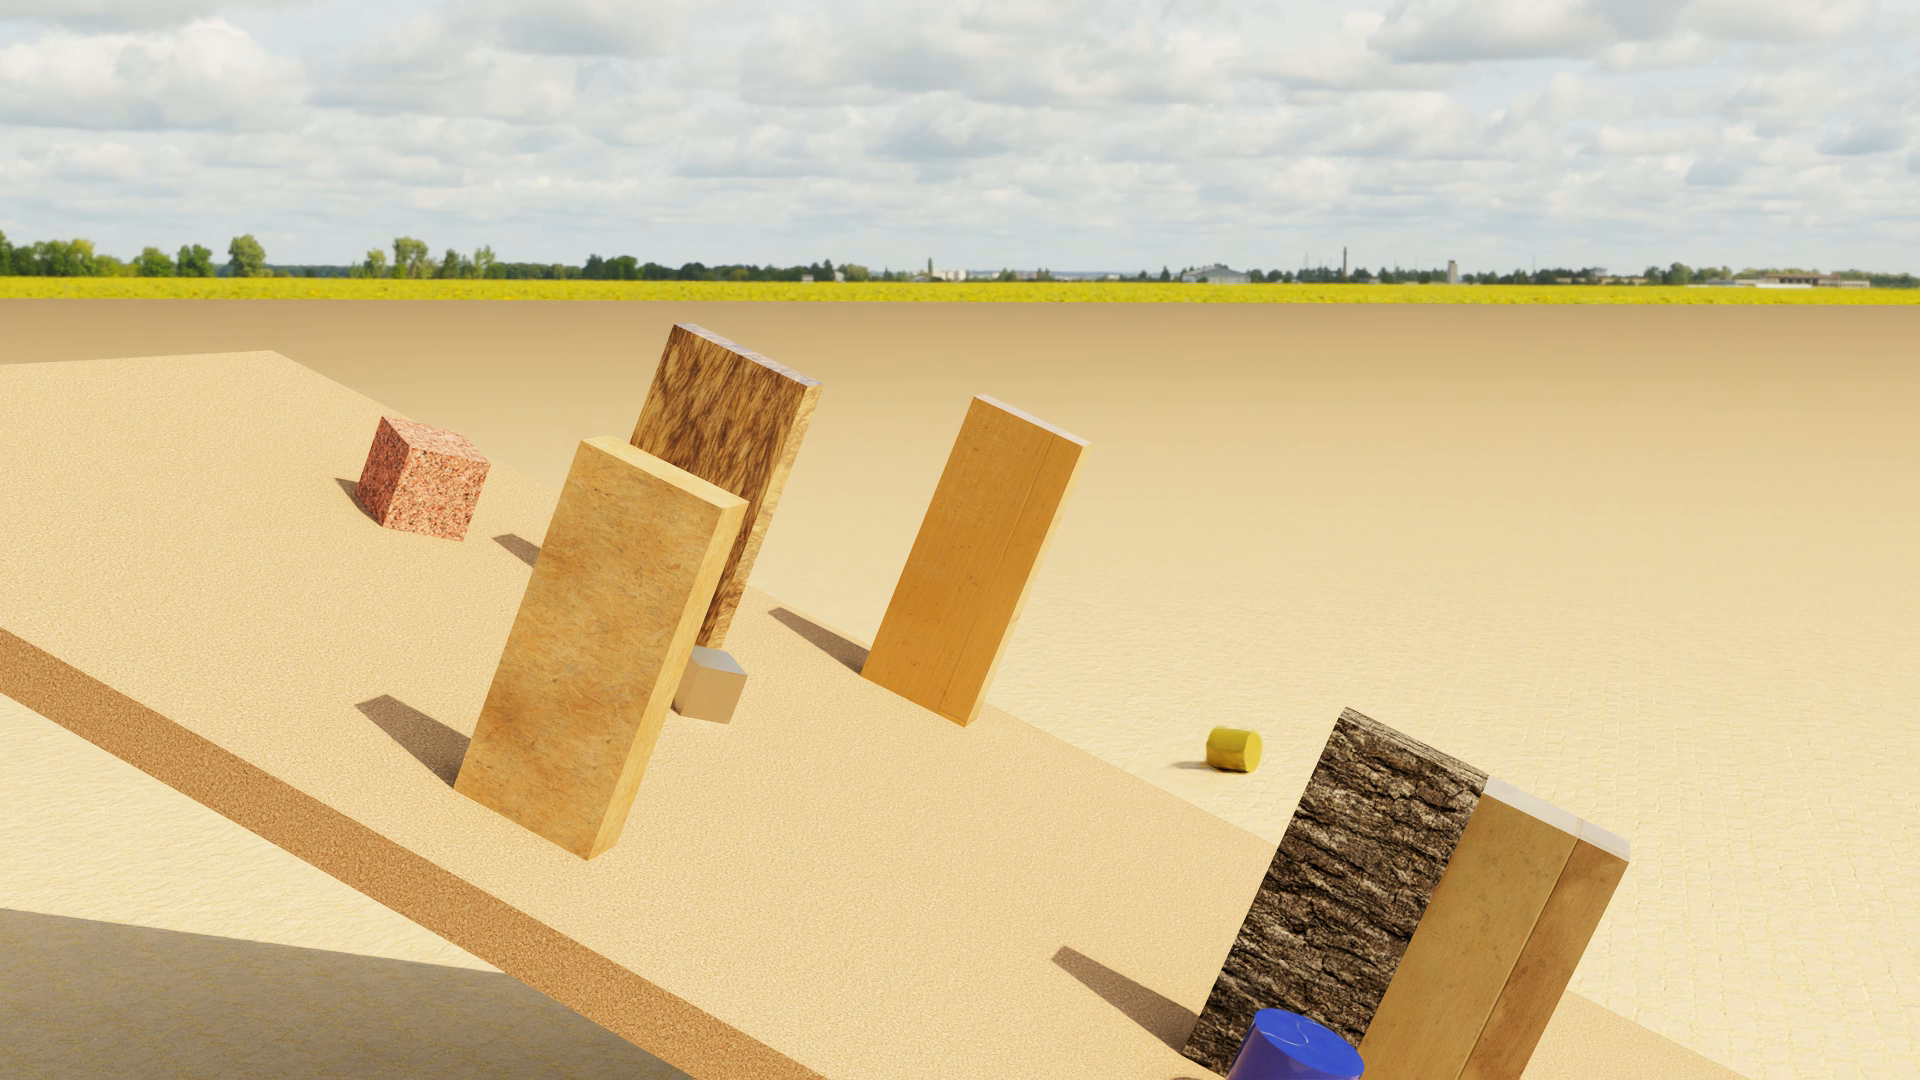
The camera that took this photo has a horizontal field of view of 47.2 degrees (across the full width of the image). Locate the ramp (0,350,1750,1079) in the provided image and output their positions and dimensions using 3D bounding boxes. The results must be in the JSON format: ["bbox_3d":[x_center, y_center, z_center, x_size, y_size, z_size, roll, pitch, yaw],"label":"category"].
[{"bbox_3d":[-0.295,0.516,4.188,4.000,0.100,2.000,25,13,13],"label":"ramp"}]

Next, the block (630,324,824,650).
[{"bbox_3d":[-0.553,-0.101,4.614,0.319,0.629,0.095,25,13,13],"label":"block"}]

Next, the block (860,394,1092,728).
[{"bbox_3d":[0.033,0.047,4.871,0.267,0.685,0.090,25,13,13],"label":"block"}]

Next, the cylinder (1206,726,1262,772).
[{"bbox_3d":[1.024,0.784,8.227,0.156,0.156,0.156,4,8,31],"label":"cylinder"}]

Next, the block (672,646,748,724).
[{"bbox_3d":[-0.502,0.282,4.320,0.109,0.109,0.109,14,16,-33],"label":"block"}]

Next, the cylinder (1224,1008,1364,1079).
[{"bbox_3d":[0.512,0.870,3.464,0.187,0.187,0.187,21,13,-5],"label":"cylinder"}]

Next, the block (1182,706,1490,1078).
[{"bbox_3d":[0.614,0.621,3.622,0.253,0.641,0.094,25,13,13],"label":"block"}]

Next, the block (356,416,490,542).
[{"bbox_3d":[-1.155,-0.132,4.726,0.186,0.186,0.186,12,16,-38],"label":"block"}]

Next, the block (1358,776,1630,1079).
[{"bbox_3d":[0.897,0.727,3.805,0.283,0.579,0.142,25,13,13],"label":"block"}]

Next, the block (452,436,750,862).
[{"bbox_3d":[-0.575,0.172,3.501,0.258,0.619,0.105,25,13,13],"label":"block"}]
